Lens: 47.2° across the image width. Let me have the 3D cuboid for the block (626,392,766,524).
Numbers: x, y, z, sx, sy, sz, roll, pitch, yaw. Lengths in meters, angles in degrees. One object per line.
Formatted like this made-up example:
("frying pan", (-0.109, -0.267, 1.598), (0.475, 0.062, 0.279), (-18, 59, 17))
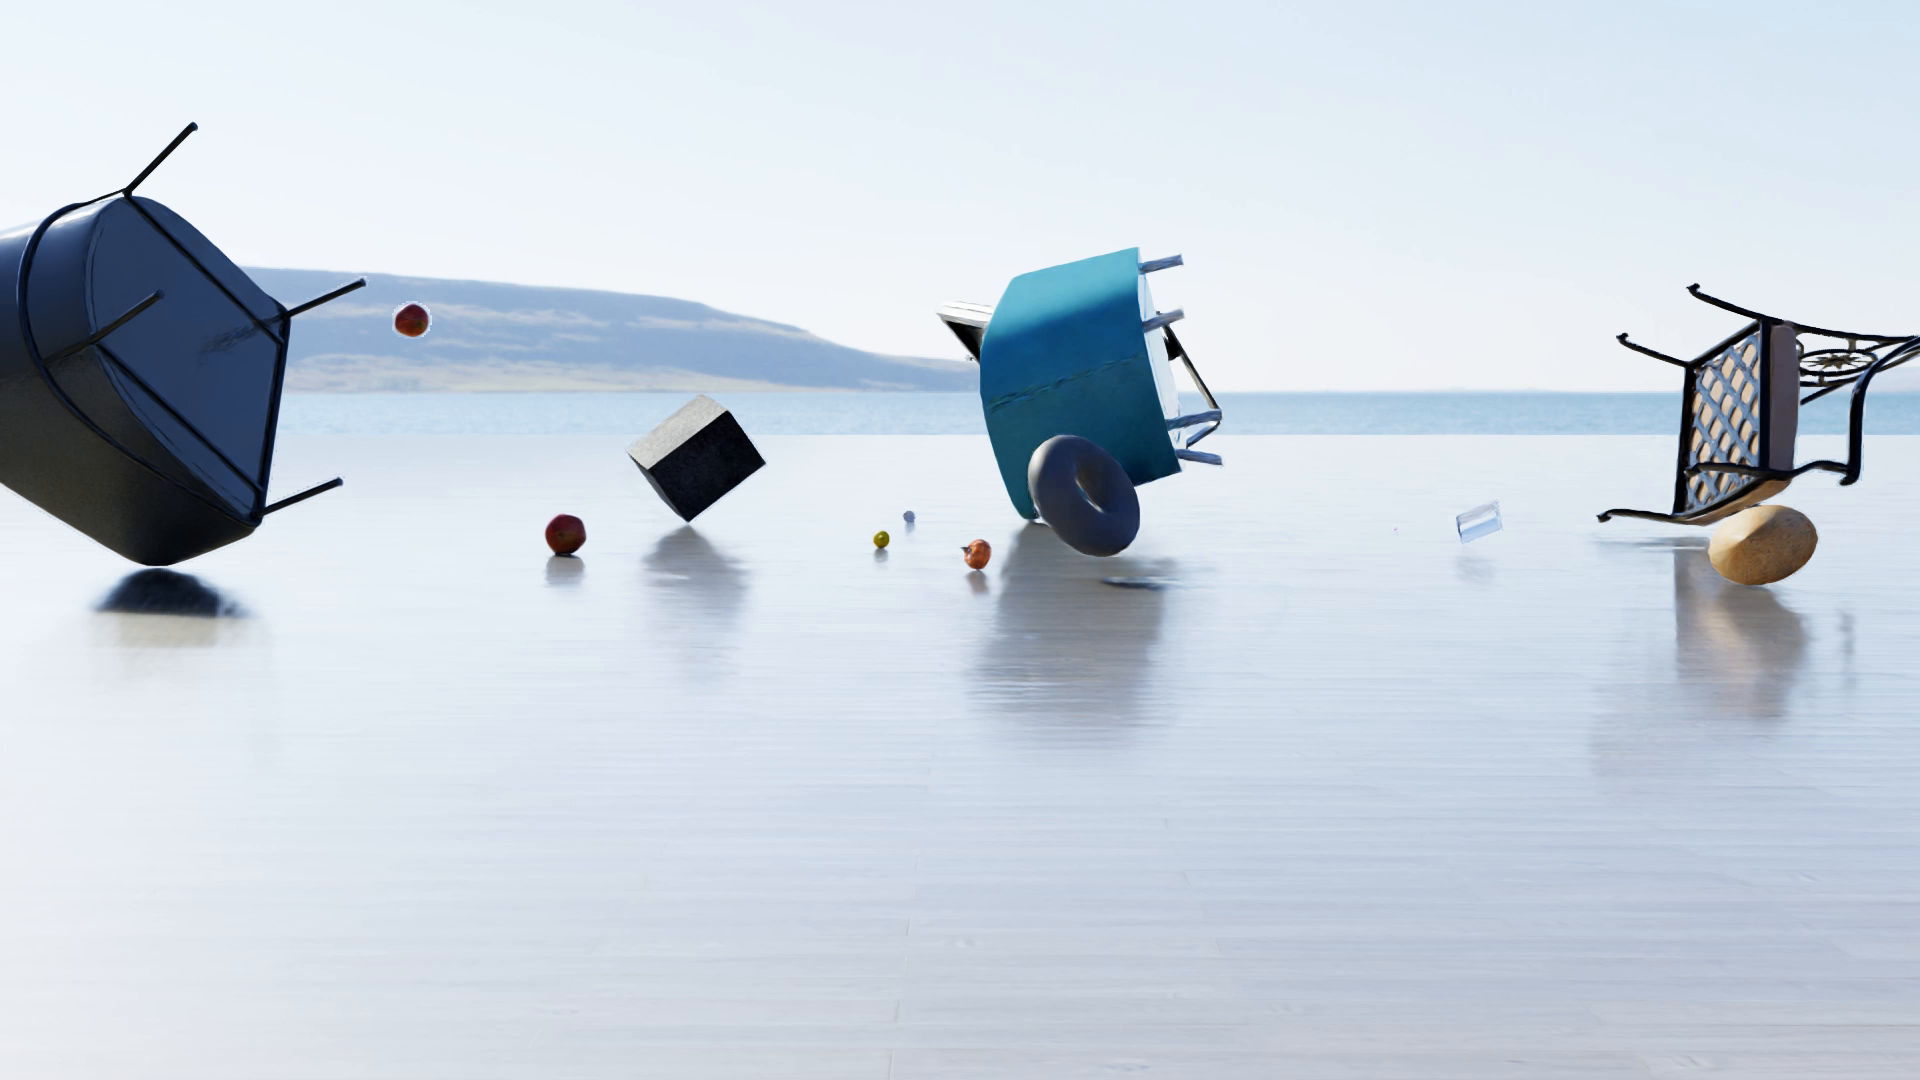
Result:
("block", (-0.905, -0.285, 7.498), (0.334, 0.231, 0.353), (-38, 23, -9))

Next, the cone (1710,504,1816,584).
("cone", (1.781, 0.004, 4.935), (0.245, 0.179, 0.118), (-16, -16, 36))

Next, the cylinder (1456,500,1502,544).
("cylinder", (1.505, -0.052, 6.376), (0.118, 0.046, 0.121), (-24, 35, 25))

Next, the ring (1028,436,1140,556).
("ring", (0.302, -0.108, 5.318), (0.110, 0.326, 0.337), (-38, -11, 35))
